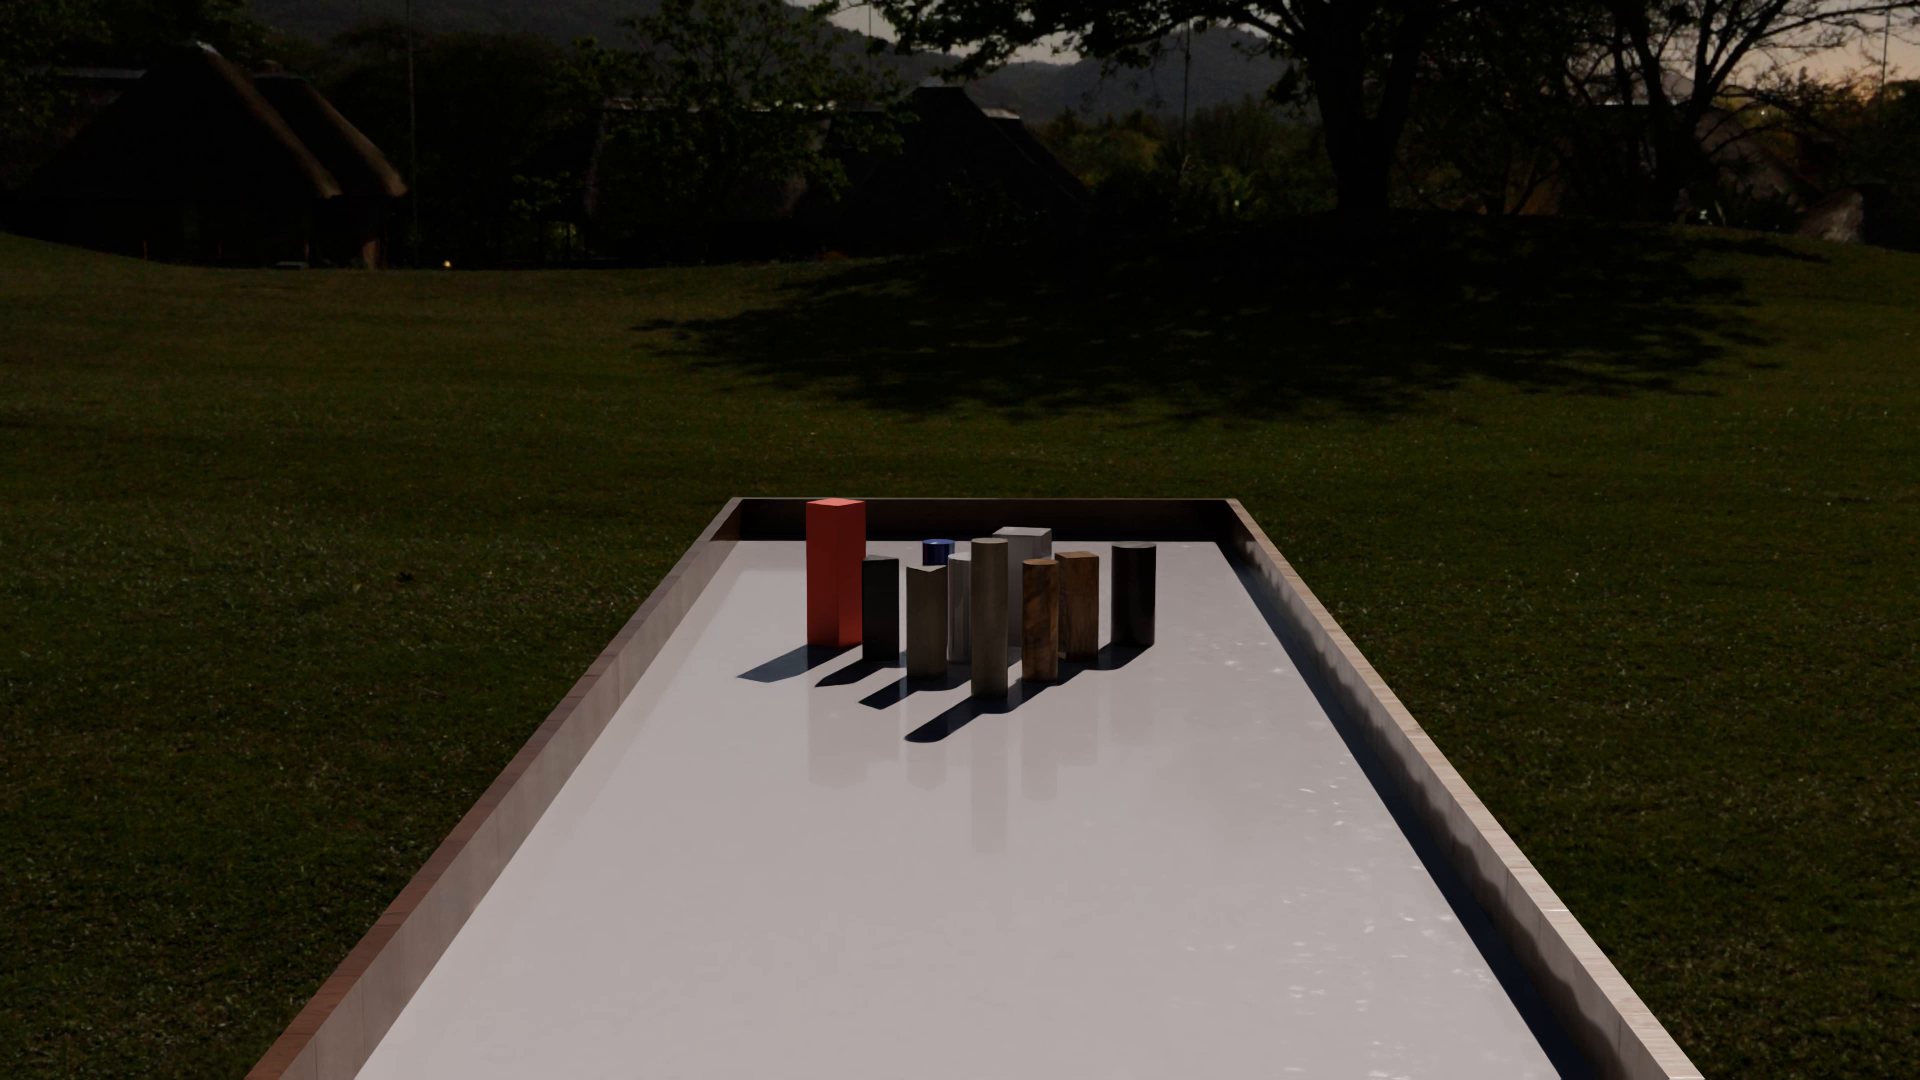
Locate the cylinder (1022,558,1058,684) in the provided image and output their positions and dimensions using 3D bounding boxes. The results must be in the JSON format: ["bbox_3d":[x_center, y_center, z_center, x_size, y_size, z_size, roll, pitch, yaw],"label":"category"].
[{"bbox_3d":[0.234,0.236,6.402,0.106,0.350,0.106,0,9,0],"label":"cylinder"}]

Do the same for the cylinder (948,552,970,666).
[{"bbox_3d":[0.045,0.208,6.674,0.164,0.321,0.164,0,9,0],"label":"cylinder"}]

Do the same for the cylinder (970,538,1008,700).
[{"bbox_3d":[0.083,0.222,6.182,0.105,0.447,0.105,0,9,0],"label":"cylinder"}]

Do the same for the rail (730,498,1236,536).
[{"bbox_3d":[0.099,-0.098,9.147,2.100,0.150,0.050,0,9,1],"label":"rail"}]

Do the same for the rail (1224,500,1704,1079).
[{"bbox_3d":[1.046,0.843,3.208,0.050,0.150,12.000,0,9,1],"label":"rail"}]

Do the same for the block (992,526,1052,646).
[{"bbox_3d":[0.196,0.148,6.943,0.156,0.355,0.156,2,9,15],"label":"block"}]

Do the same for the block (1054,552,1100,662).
[{"bbox_3d":[0.354,0.203,6.699,0.105,0.322,0.105,-3,9,-18],"label":"block"}]

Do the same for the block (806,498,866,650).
[{"bbox_3d":[-0.389,0.103,6.917,0.132,0.451,0.132,7,11,37],"label":"block"}]

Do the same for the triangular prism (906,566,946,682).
[{"bbox_3d":[-0.082,0.240,6.450,0.101,0.326,0.117,-7,11,-36],"label":"triangular prism"}]

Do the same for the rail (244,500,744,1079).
[{"bbox_3d":[-1.004,0.839,3.234,0.050,0.150,12.000,0,9,1],"label":"rail"}]

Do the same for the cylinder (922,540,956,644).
[{"bbox_3d":[-0.067,0.164,6.949,0.103,0.321,0.103,0,9,0],"label":"cylinder"}]

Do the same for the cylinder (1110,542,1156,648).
[{"bbox_3d":[0.546,0.170,6.930,0.141,0.315,0.141,0,9,0],"label":"cylinder"}]

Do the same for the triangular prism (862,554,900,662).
[{"bbox_3d":[-0.257,0.206,6.709,0.117,0.313,0.101,-4,10,-21],"label":"triangular prism"}]
